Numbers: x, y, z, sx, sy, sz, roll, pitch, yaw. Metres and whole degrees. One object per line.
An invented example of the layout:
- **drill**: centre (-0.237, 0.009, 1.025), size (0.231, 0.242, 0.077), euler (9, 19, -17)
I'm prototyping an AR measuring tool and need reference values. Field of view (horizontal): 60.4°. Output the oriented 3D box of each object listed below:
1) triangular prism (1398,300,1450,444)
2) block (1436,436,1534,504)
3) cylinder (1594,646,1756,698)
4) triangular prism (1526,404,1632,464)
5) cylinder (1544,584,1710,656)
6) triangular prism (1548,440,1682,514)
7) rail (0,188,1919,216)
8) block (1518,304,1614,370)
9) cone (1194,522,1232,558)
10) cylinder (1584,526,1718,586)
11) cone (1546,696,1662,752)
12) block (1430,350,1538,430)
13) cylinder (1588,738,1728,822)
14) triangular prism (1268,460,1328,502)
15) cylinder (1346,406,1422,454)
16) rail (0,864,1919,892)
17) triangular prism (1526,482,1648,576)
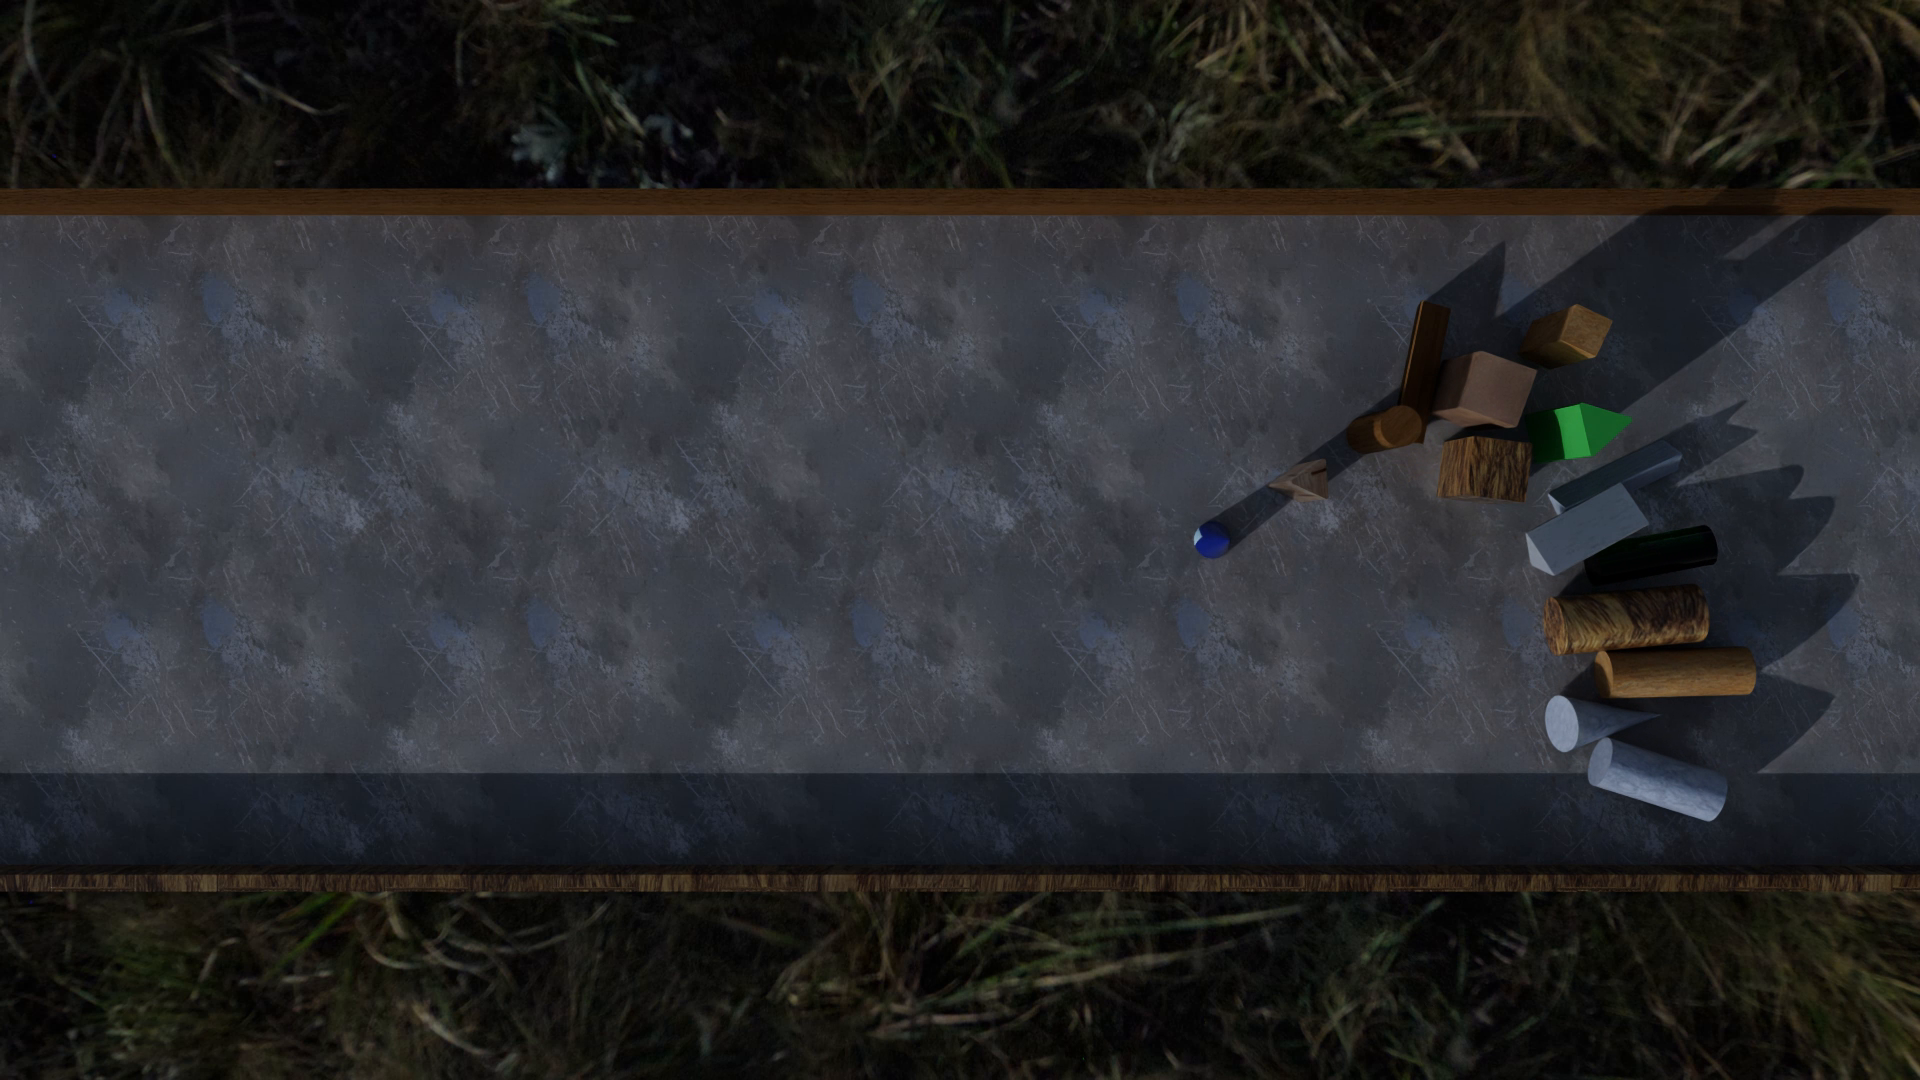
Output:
- **triangular prism**: centre (1.380, -0.511, 5.006), size (0.107, 0.092, 0.418), euler (12, 90, 39)
- **block**: centre (1.563, -0.205, 4.925), size (0.172, 0.304, 0.172), euler (8, 90, 0)
- **cylinder**: centre (2.166, 0.402, 5.003), size (0.428, 0.147, 0.147), euler (-2, 90, 0)
- **triangular prism**: centre (1.785, -0.336, 4.851), size (0.153, 0.451, 0.132), euler (-43, 90, 0)
- **cylinder**: centre (2.011, 0.240, 4.988), size (0.431, 0.178, 0.178), euler (-5, 90, 0)
- **triangular prism**: centre (2.007, -0.178, 5.029), size (0.390, 0.090, 0.104), euler (-25, 90, 0)
- **rail**: centre (-2.247, -1.025, 5.002), size (12.000, 0.150, 0.050), euler (0, 90, 0)
- **block**: centre (1.789, -0.599, 4.891), size (0.113, 0.371, 0.113), euler (25, 90, 0)
- **cone**: centre (0.778, 0.000, 4.917), size (0.115, 0.319, 0.115), euler (0, 90, 0)
- **cylinder**: centre (2.098, 0.047, 5.015), size (0.358, 0.123, 0.123), euler (-10, 90, 0)
- **cone**: centre (1.992, 0.547, 5.035), size (0.352, 0.171, 0.171), euler (-3, 90, -14)
- **block**: centre (1.534, -0.437, 4.878), size (0.170, 0.391, 0.170), euler (19, 92, 0)
- **cylinder**: centre (2.112, 0.725, 5.000), size (0.361, 0.154, 0.154), euler (17, 90, 0)
- **triangular prism**: centre (1.016, -0.186, 4.885), size (0.114, 0.383, 0.099), euler (25, 90, 0)
- **cylinder**: centre (1.249, -0.323, 4.872), size (0.117, 0.408, 0.117), euler (0, 90, 0)
- **rail**: centre (-2.247, 1.025, 5.001), size (12.000, 0.150, 0.050), euler (0, 90, 0)
- **triangular prism**: centre (1.896, -0.011, 4.975), size (0.324, 0.132, 0.153), euler (-29, 133, 0)
